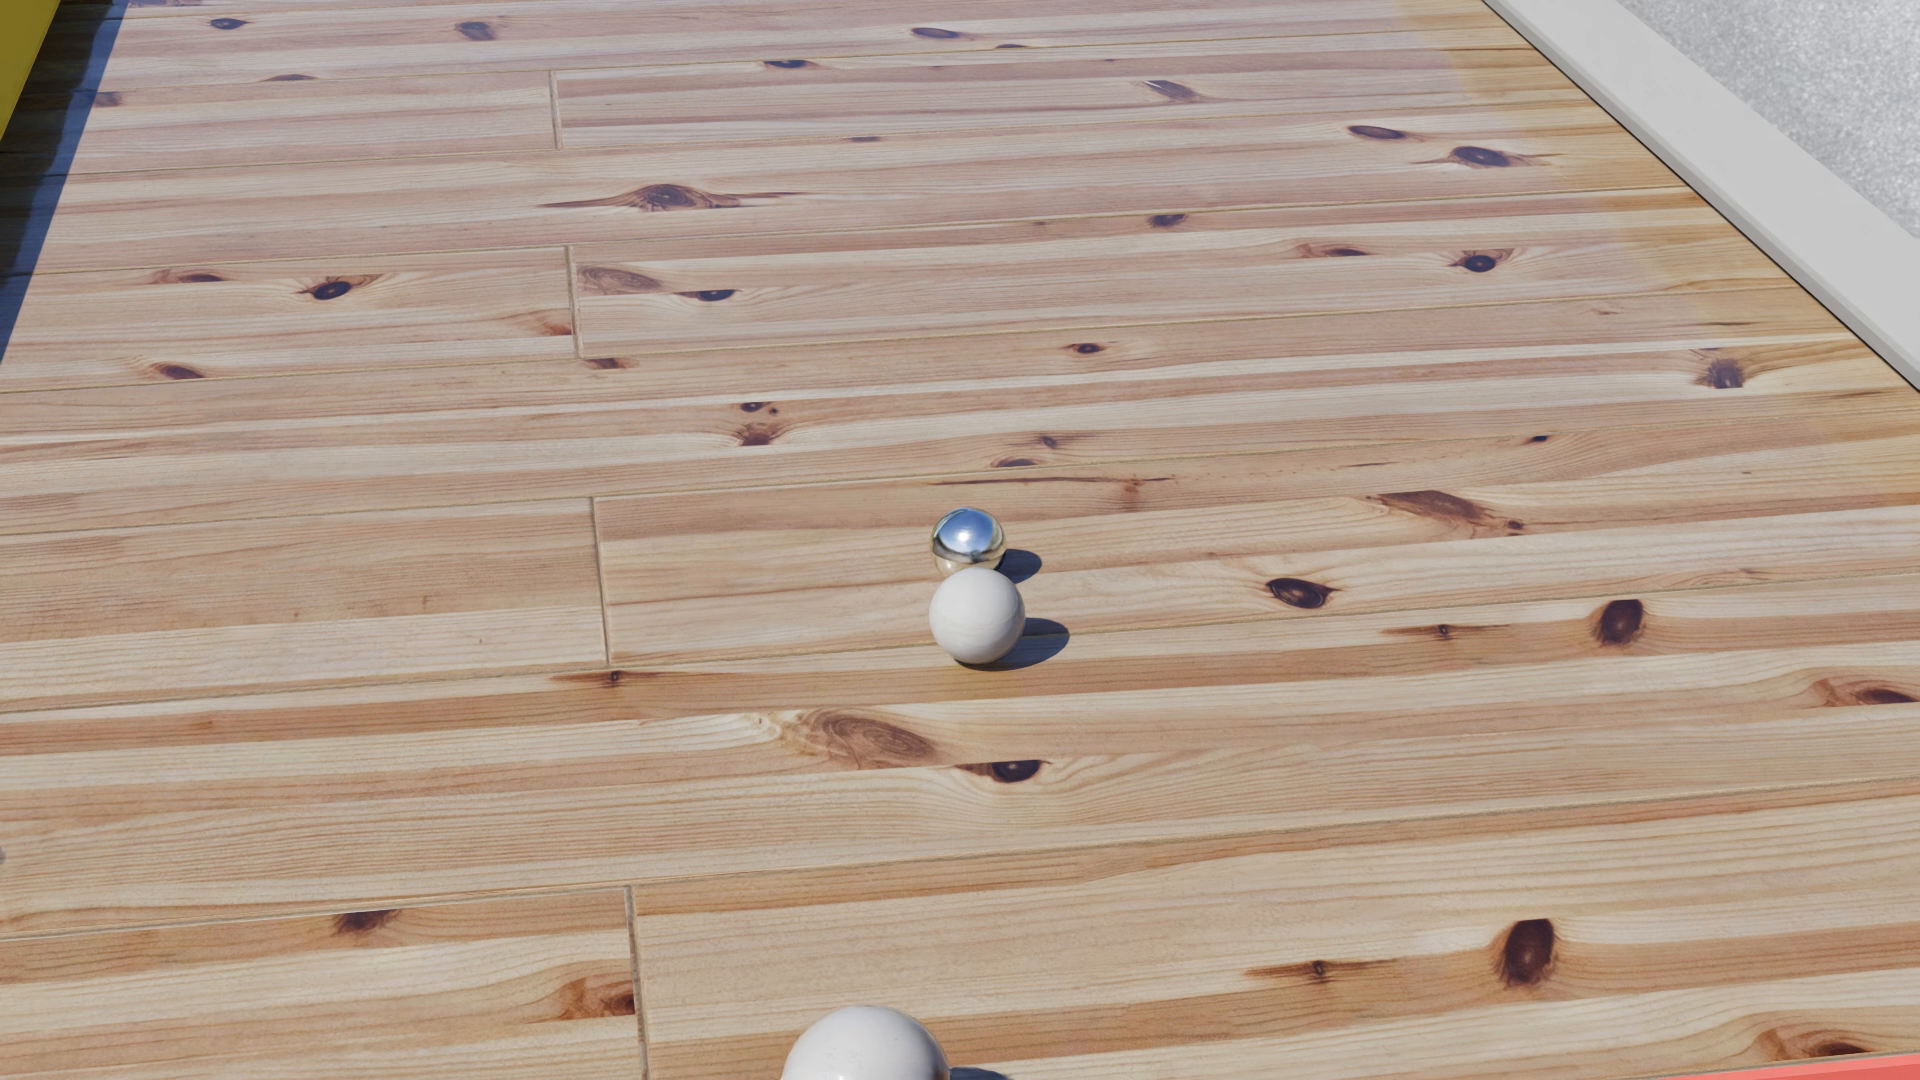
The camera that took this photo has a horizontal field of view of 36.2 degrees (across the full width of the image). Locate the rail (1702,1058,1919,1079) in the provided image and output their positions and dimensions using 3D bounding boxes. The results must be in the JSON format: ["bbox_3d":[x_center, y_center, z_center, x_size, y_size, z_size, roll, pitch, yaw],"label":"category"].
[{"bbox_3d":[0.106,0.287,1.296,1.533,0.105,0.045,-4,27,-8],"label":"rail"}]

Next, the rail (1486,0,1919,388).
[{"bbox_3d":[0.624,-0.388,2.655,0.045,0.105,2.891,-4,27,-8],"label":"rail"}]

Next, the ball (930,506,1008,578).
[{"bbox_3d":[0.005,0.004,1.928,0.051,0.051,0.051,0,26,0],"label":"ball"}]

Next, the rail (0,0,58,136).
[{"bbox_3d":[-0.844,-0.288,2.453,0.045,0.105,2.891,-4,27,-8],"label":"rail"}]

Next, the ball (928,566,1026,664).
[{"bbox_3d":[0.011,0.047,1.830,0.061,0.061,0.061,0,26,0],"label":"ball"}]

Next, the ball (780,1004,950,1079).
[{"bbox_3d":[-0.044,0.259,1.380,0.081,0.081,0.081,0,26,0],"label":"ball"}]
